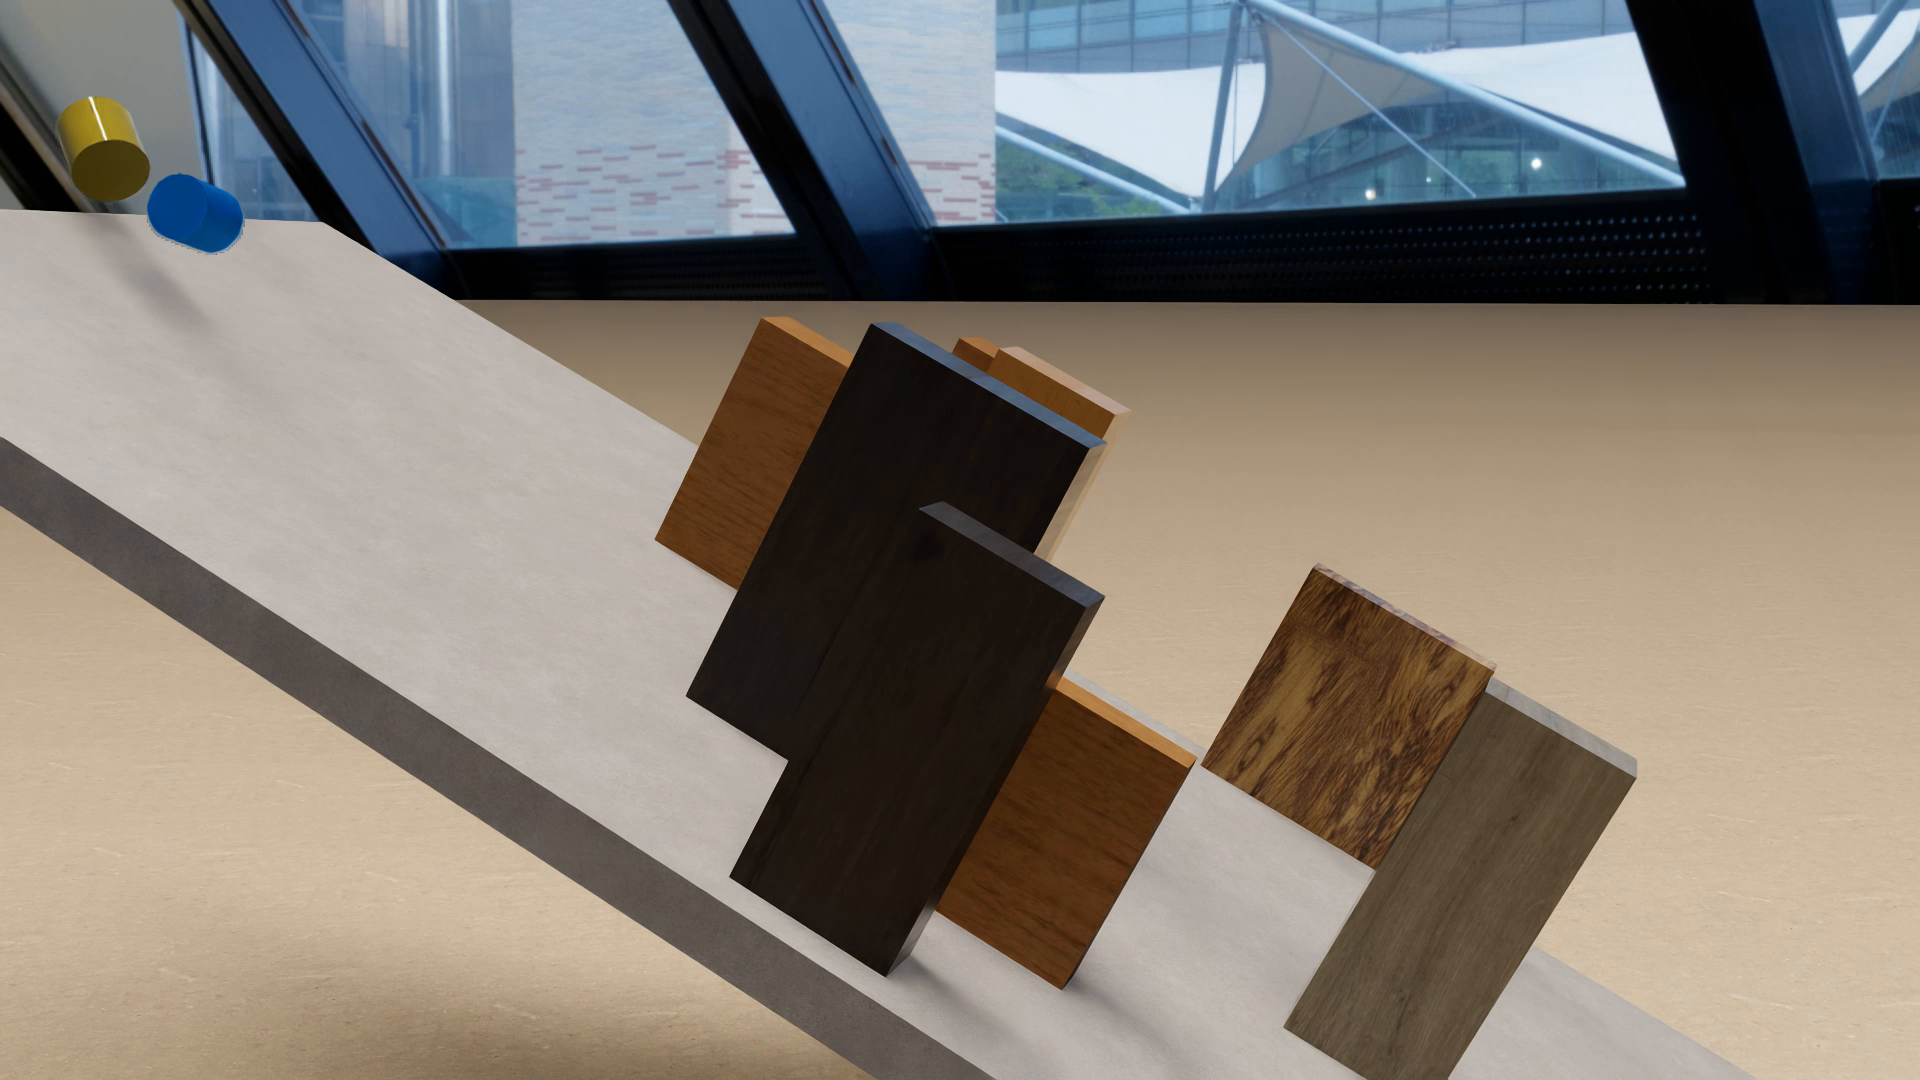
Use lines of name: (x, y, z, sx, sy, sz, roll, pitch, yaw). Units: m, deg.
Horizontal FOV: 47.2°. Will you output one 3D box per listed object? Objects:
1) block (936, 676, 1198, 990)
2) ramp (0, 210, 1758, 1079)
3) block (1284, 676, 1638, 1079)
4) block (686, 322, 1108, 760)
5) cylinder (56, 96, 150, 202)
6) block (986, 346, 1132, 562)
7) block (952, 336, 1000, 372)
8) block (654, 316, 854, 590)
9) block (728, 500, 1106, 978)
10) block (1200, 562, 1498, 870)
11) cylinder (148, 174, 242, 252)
block: (0.105, 0.425, 3.450, 0.375, 0.415, 0.080, 31, 14, 12)
ramp: (-0.217, 0.360, 4.145, 4.000, 0.100, 2.000, 31, 14, 12)
block: (0.832, 0.593, 3.673, 0.270, 0.673, 0.145, 31, 14, 12)
block: (-0.114, 0.054, 3.718, 0.420, 0.727, 0.127, 31, 14, 12)
cylinder: (-1.795, -0.818, 4.605, 0.156, 0.156, 0.156, -5, 46, -33)
block: (0.042, 0.000, 4.243, 0.254, 0.705, 0.136, 31, 14, 12)
block: (0.000, -0.067, 4.541, 0.292, 0.638, 0.147, 31, 14, 12)
block: (-0.329, -0.136, 4.437, 0.372, 0.510, 0.142, 31, 14, 12)
block: (-0.066, 0.288, 3.182, 0.275, 0.627, 0.114, 31, 14, 12)
block: (0.840, 0.382, 4.776, 0.438, 0.508, 0.088, 31, 14, 12)
cylinder: (-1.485, -0.634, 4.271, 0.127, 0.127, 0.127, 1, -4, 12)
